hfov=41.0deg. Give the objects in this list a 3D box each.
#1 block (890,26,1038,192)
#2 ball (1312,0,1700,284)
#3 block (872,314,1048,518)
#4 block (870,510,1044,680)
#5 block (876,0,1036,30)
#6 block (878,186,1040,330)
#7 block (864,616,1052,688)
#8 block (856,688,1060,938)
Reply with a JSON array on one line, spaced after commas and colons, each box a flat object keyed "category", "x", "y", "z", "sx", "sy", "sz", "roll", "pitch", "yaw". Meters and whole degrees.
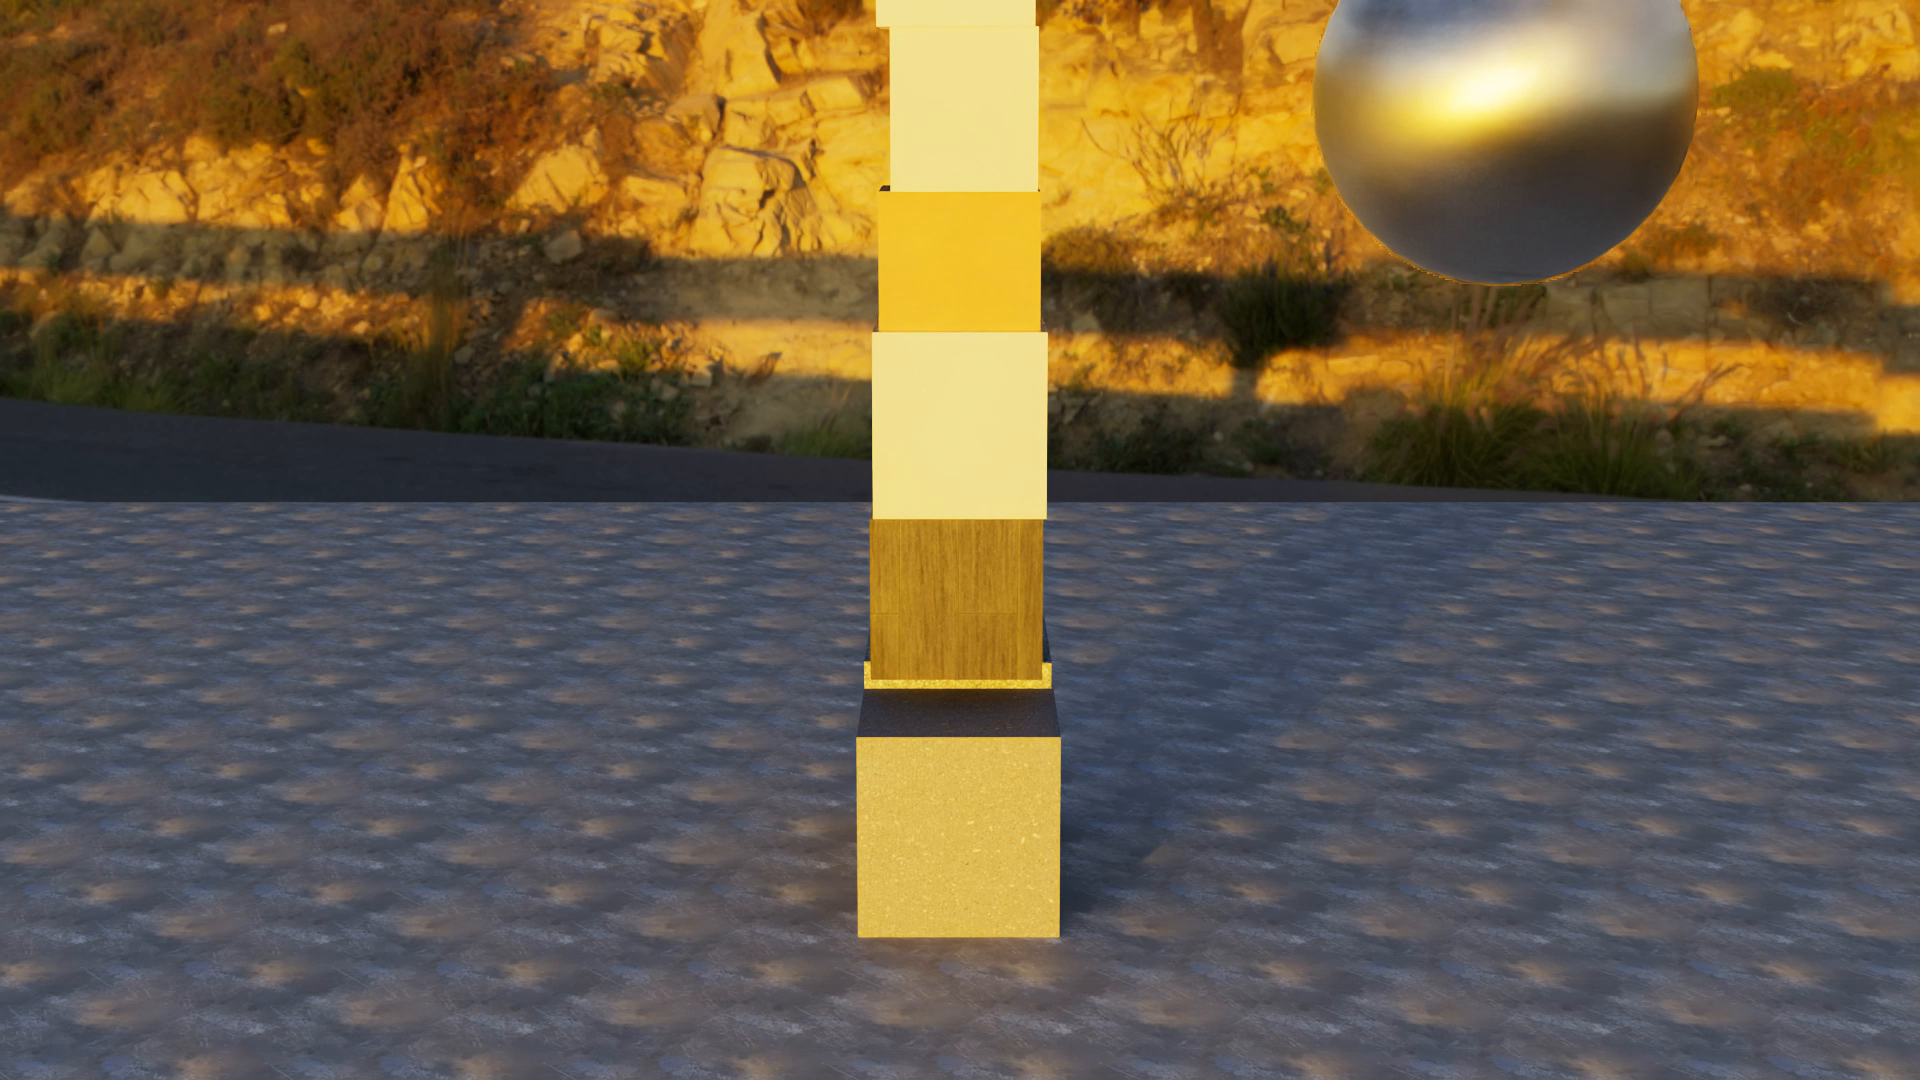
[{"category": "block", "x": 0.018, "y": -1.825, "z": 10.849, "sx": 0.608, "sy": 0.669, "sz": 0.663, "roll": 0, "pitch": 10, "yaw": 0}, {"category": "ball", "x": 2.295, "y": -1.884, "z": 10.838, "sx": 1.600, "sy": 1.600, "sz": 1.600, "roll": 0, "pitch": 10, "yaw": 0}, {"category": "block", "x": -0.001, "y": -0.544, "z": 11.081, "sx": 0.728, "sy": 0.784, "sz": 0.784, "roll": 0, "pitch": 10, "yaw": 0}, {"category": "block", "x": -0.015, "y": 0.182, "z": 11.213, "sx": 0.728, "sy": 0.693, "sz": 0.790, "roll": 0, "pitch": 10, "yaw": 0}, {"category": "block", "x": -0.018, "y": -2.437, "z": 10.737, "sx": 0.648, "sy": 0.577, "sz": 0.692, "roll": 0, "pitch": 10, "yaw": 0}, {"category": "block", "x": -0.002, "y": -1.213, "z": 10.960, "sx": 0.673, "sy": 0.576, "sz": 0.613, "roll": 0, "pitch": 10, "yaw": 0}, {"category": "block", "x": -0.010, "y": 0.924, "z": 11.778, "sx": 0.819, "sy": 0.969, "sz": 0.946, "roll": 0, "pitch": 10, "yaw": 0}, {"category": "block", "x": -0.006, "y": 1.144, "z": 10.902, "sx": 0.829, "sy": 0.849, "sz": 0.835, "roll": 0, "pitch": 10, "yaw": 0}]
